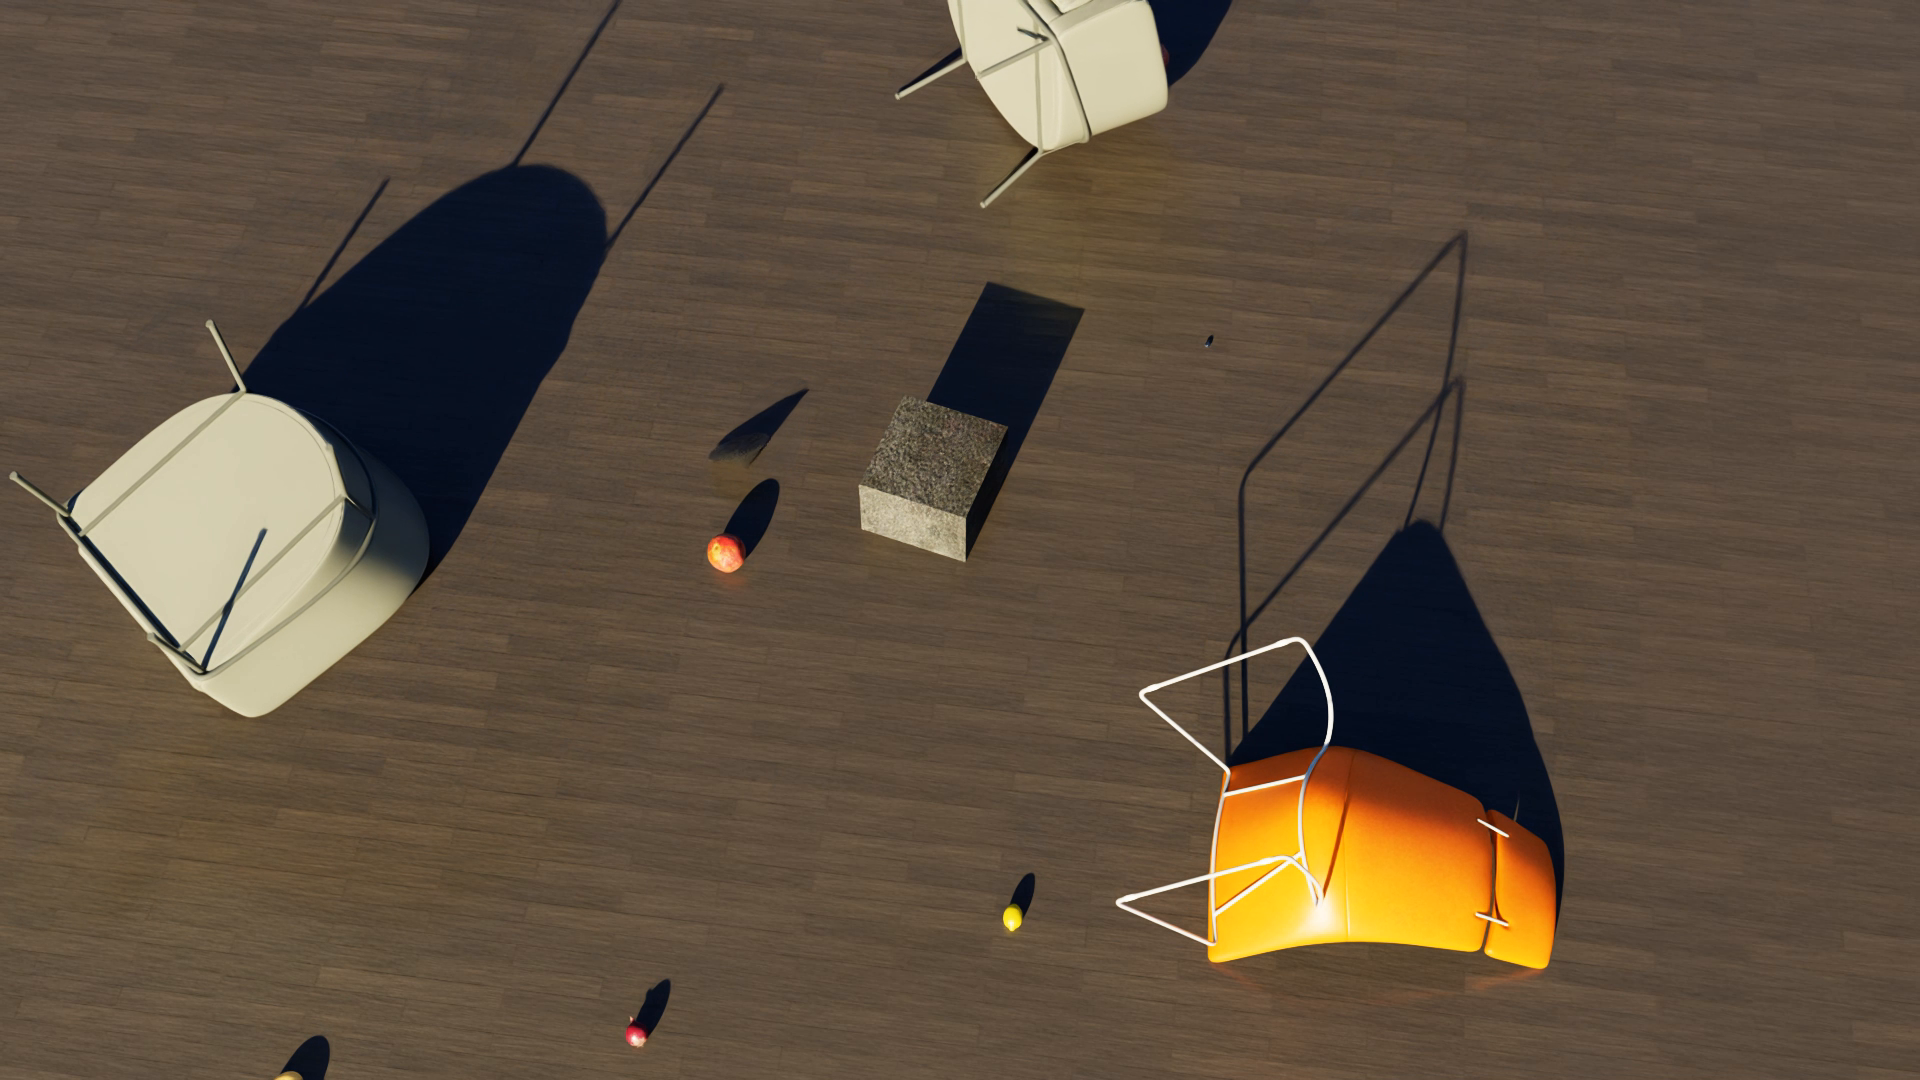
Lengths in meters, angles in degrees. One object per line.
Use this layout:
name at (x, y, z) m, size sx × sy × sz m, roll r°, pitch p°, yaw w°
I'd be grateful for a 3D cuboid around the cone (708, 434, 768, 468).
cone at (-0.663, -0.251, 6.706) m, size 0.194 × 0.074 × 0.190 m, roll -9°, pitch 23°, yaw 24°

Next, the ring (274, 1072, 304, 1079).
ring at (-1.725, 1.440, 5.578) m, size 0.112 × 0.049 × 0.196 m, roll 12°, pitch 56°, yaw 6°

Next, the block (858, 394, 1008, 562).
block at (-0.076, -0.185, 6.559) m, size 0.334 × 0.231 × 0.353 m, roll 18°, pitch 58°, yaw 12°
